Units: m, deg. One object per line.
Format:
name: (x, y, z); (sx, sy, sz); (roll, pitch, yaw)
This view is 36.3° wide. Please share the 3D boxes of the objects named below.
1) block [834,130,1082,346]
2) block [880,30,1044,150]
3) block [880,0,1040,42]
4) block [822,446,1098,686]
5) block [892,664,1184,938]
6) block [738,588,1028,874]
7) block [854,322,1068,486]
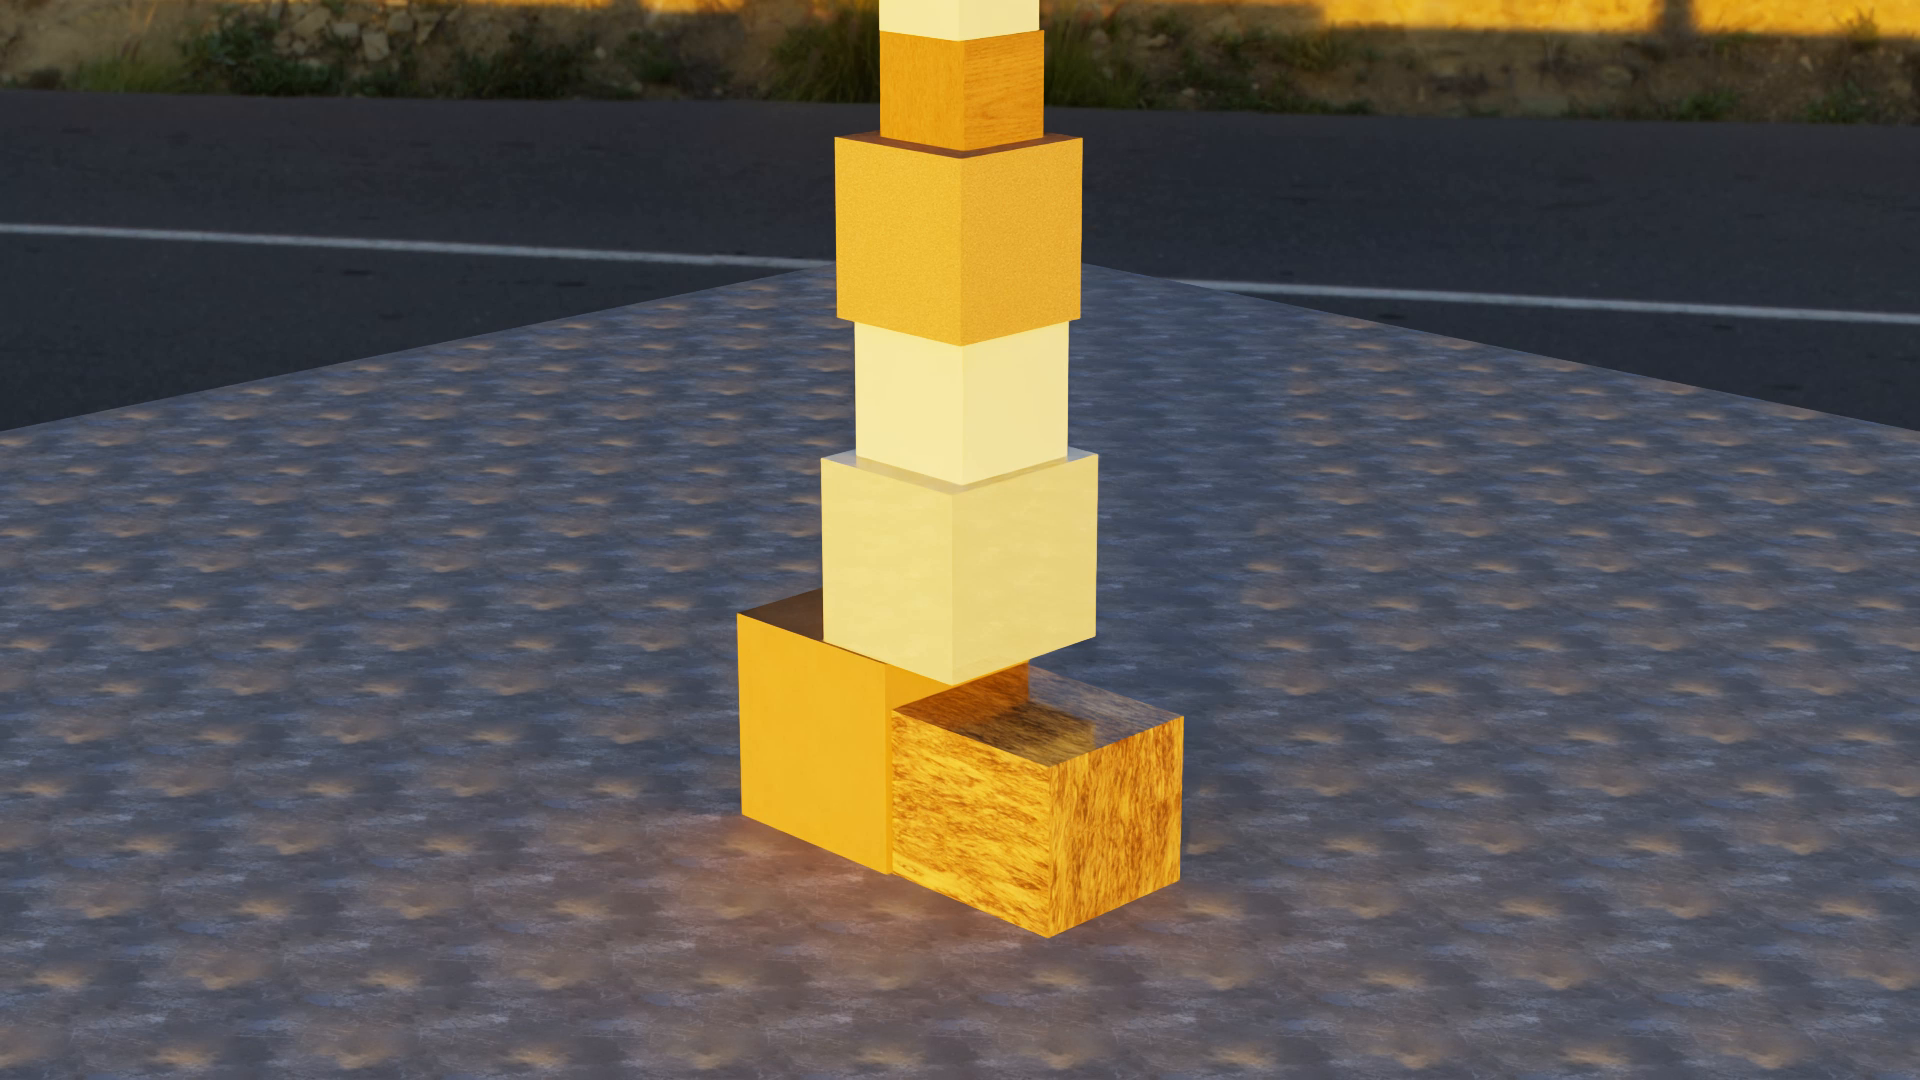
block: (-0.006, -1.371, 12.905); (0.751, 0.805, 0.776); (-17, 24, -42)
block: (0.008, -1.981, 12.728); (0.487, 0.464, 0.516); (-17, 24, -42)
block: (-0.003, -2.441, 12.571); (0.492, 0.508, 0.480); (-17, 24, -42)
block: (0.000, 0.037, 13.353); (0.931, 0.873, 0.835); (-17, 24, -42)
block: (0.348, 1.161, 13.315); (0.876, 0.801, 0.980); (-17, 24, -42)
block: (-0.363, 0.841, 13.959); (0.937, 1.024, 1.010); (-17, 24, -42)
block: (0.008, -0.686, 13.134); (0.667, 0.639, 0.679); (-17, 24, -42)
